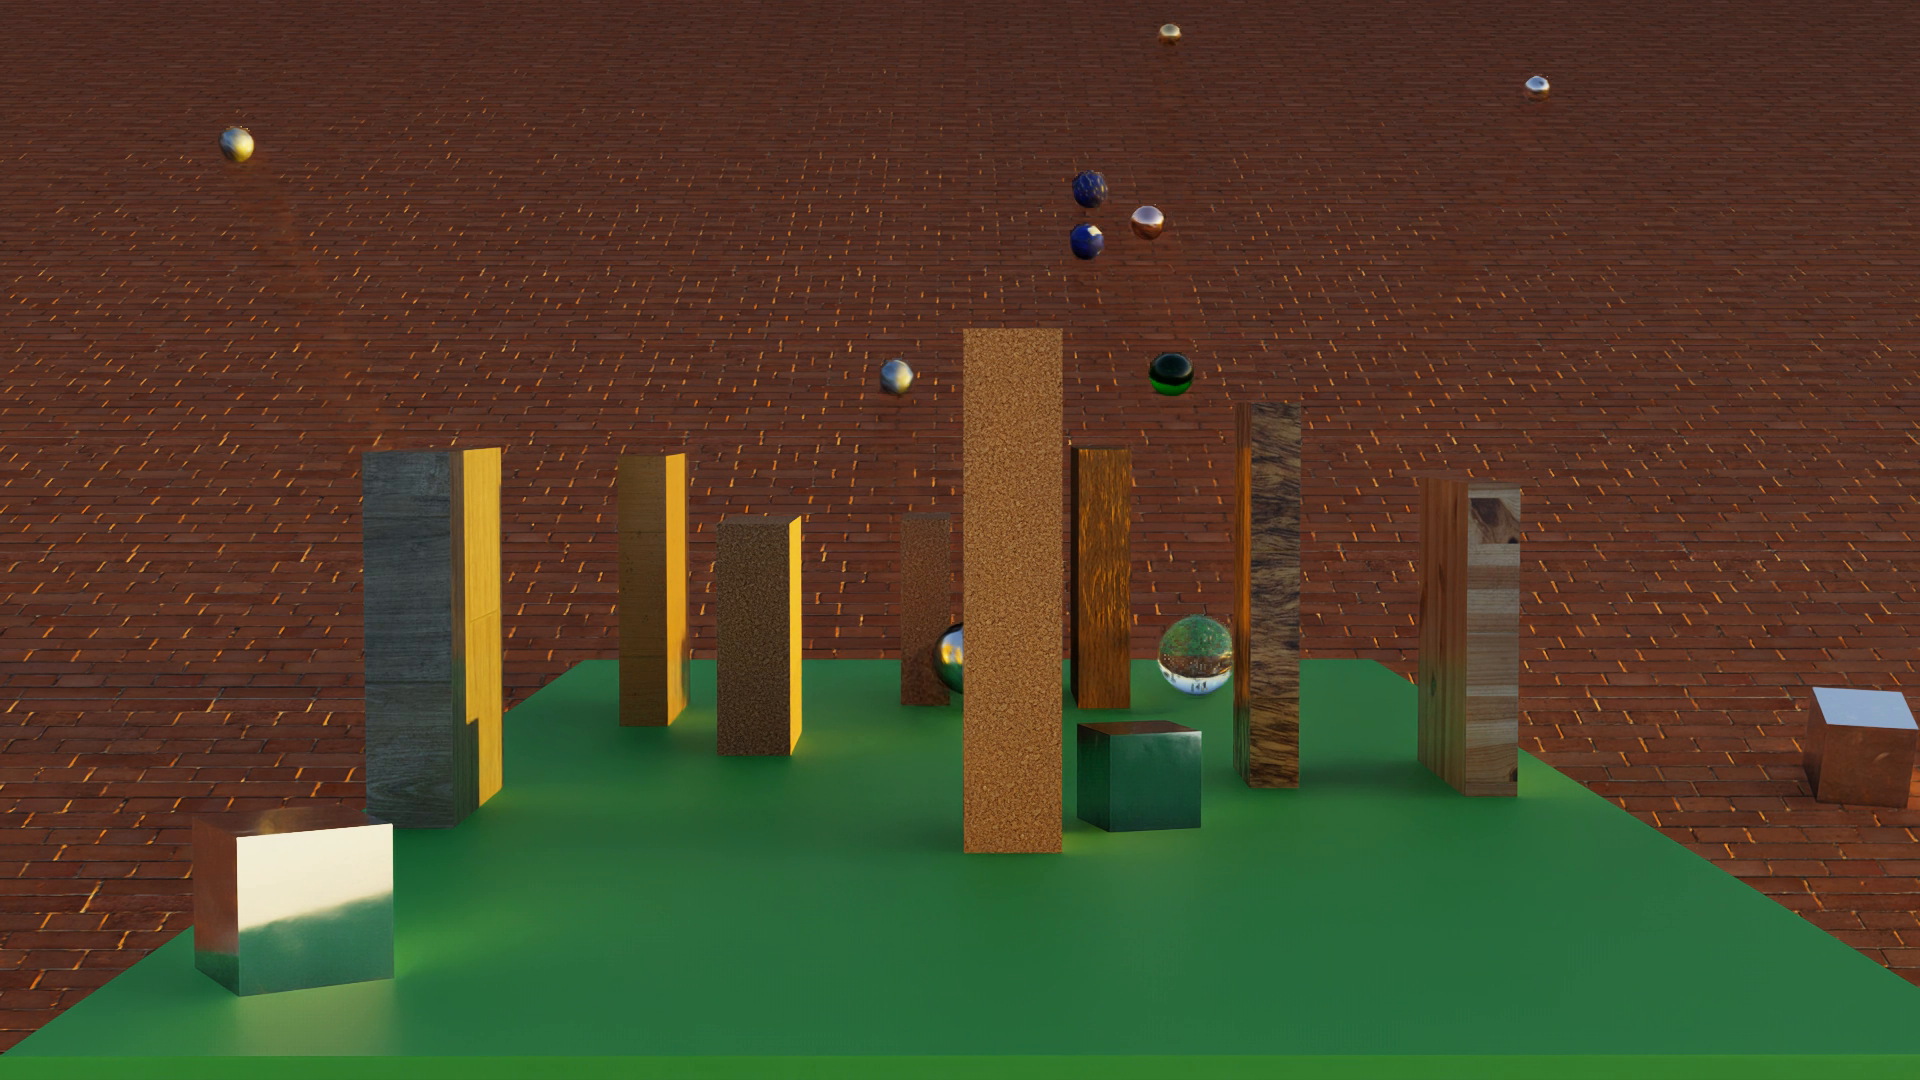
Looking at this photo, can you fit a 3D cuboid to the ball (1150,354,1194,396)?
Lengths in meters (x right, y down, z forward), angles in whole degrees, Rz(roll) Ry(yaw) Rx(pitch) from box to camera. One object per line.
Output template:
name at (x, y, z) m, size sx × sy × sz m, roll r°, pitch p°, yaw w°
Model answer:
ball at (0.722, -0.562, 8.759) m, size 0.149 × 0.149 × 0.149 m, roll 0°, pitch 22°, yaw 0°

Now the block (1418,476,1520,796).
block at (0.870, 0.153, 4.418) m, size 0.085 × 0.514 × 0.435 m, roll 0°, pitch 3°, yaw 0°

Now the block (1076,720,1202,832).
block at (0.274, 0.361, 3.949) m, size 0.147 × 0.147 × 0.147 m, roll -1°, pitch 3°, yaw -17°

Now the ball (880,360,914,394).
ball at (-0.216, -0.555, 8.783) m, size 0.117 × 0.117 × 0.117 m, roll 0°, pitch 22°, yaw 0°

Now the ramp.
ramp at (0.050, 0.455, 4.532) m, size 2.000 × 0.100 × 4.000 m, roll 0°, pitch 3°, yaw 0°

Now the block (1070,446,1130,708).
block at (0.306, 0.073, 5.632) m, size 0.110 × 0.550 × 0.386 m, roll 0°, pitch 3°, yaw 0°

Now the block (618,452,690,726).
block at (-0.635, 0.092, 5.359) m, size 0.097 × 0.541 × 0.435 m, roll 0°, pitch 3°, yaw 0°

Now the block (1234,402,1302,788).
block at (0.526, 0.087, 4.424) m, size 0.082 × 0.646 × 0.260 m, roll 0°, pitch 3°, yaw 0°

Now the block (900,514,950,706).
block at (-0.074, 0.147, 5.651) m, size 0.106 × 0.401 × 0.294 m, roll 0°, pitch 3°, yaw 0°

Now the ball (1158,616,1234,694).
ball at (0.527, 0.257, 5.713) m, size 0.175 × 0.175 × 0.175 m, roll 0°, pitch 22°, yaw 0°

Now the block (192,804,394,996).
block at (-0.753, 0.402, 2.900) m, size 0.174 × 0.174 × 0.174 m, roll -2°, pitch 3°, yaw -32°

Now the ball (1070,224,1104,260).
ball at (0.512, -1.204, 10.385) m, size 0.140 × 0.140 × 0.140 m, roll 0°, pitch 22°, yaw 0°

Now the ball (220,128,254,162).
ball at (-3.365, -1.837, 11.958) m, size 0.155 × 0.155 × 0.155 m, roll 0°, pitch 22°, yaw 0°

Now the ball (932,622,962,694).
ball at (0.021, 0.250, 5.442) m, size 0.156 × 0.156 × 0.156 m, roll 0°, pitch 22°, yaw 0°

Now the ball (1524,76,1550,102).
ball at (2.956, -2.311, 13.180) m, size 0.132 × 0.132 × 0.132 m, roll 0°, pitch 22°, yaw 0°

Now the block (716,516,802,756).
block at (-0.379, 0.174, 4.882) m, size 0.134 × 0.426 × 0.344 m, roll 0°, pitch 3°, yaw 0°

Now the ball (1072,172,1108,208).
ball at (0.565, -1.519, 11.162) m, size 0.151 × 0.151 × 0.151 m, roll 0°, pitch 22°, yaw 0°

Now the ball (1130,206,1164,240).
ball at (0.777, -1.314, 10.656) m, size 0.145 × 0.145 × 0.145 m, roll 0°, pitch 22°, yaw 0°

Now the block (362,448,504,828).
block at (-0.835, 0.141, 4.104) m, size 0.132 × 0.572 × 0.438 m, roll 0°, pitch 3°, yaw 0°

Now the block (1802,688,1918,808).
block at (2.114, 0.487, 6.045) m, size 0.204 × 0.204 × 0.204 m, roll 3°, pitch 22°, yaw 7°

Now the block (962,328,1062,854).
block at (0.075, 0.067, 3.800) m, size 0.141 × 0.749 × 0.271 m, roll 0°, pitch 3°, yaw 0°

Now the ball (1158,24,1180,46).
ball at (1.189, -2.864, 14.581) m, size 0.126 × 0.126 × 0.126 m, roll 0°, pitch 22°, yaw 0°
